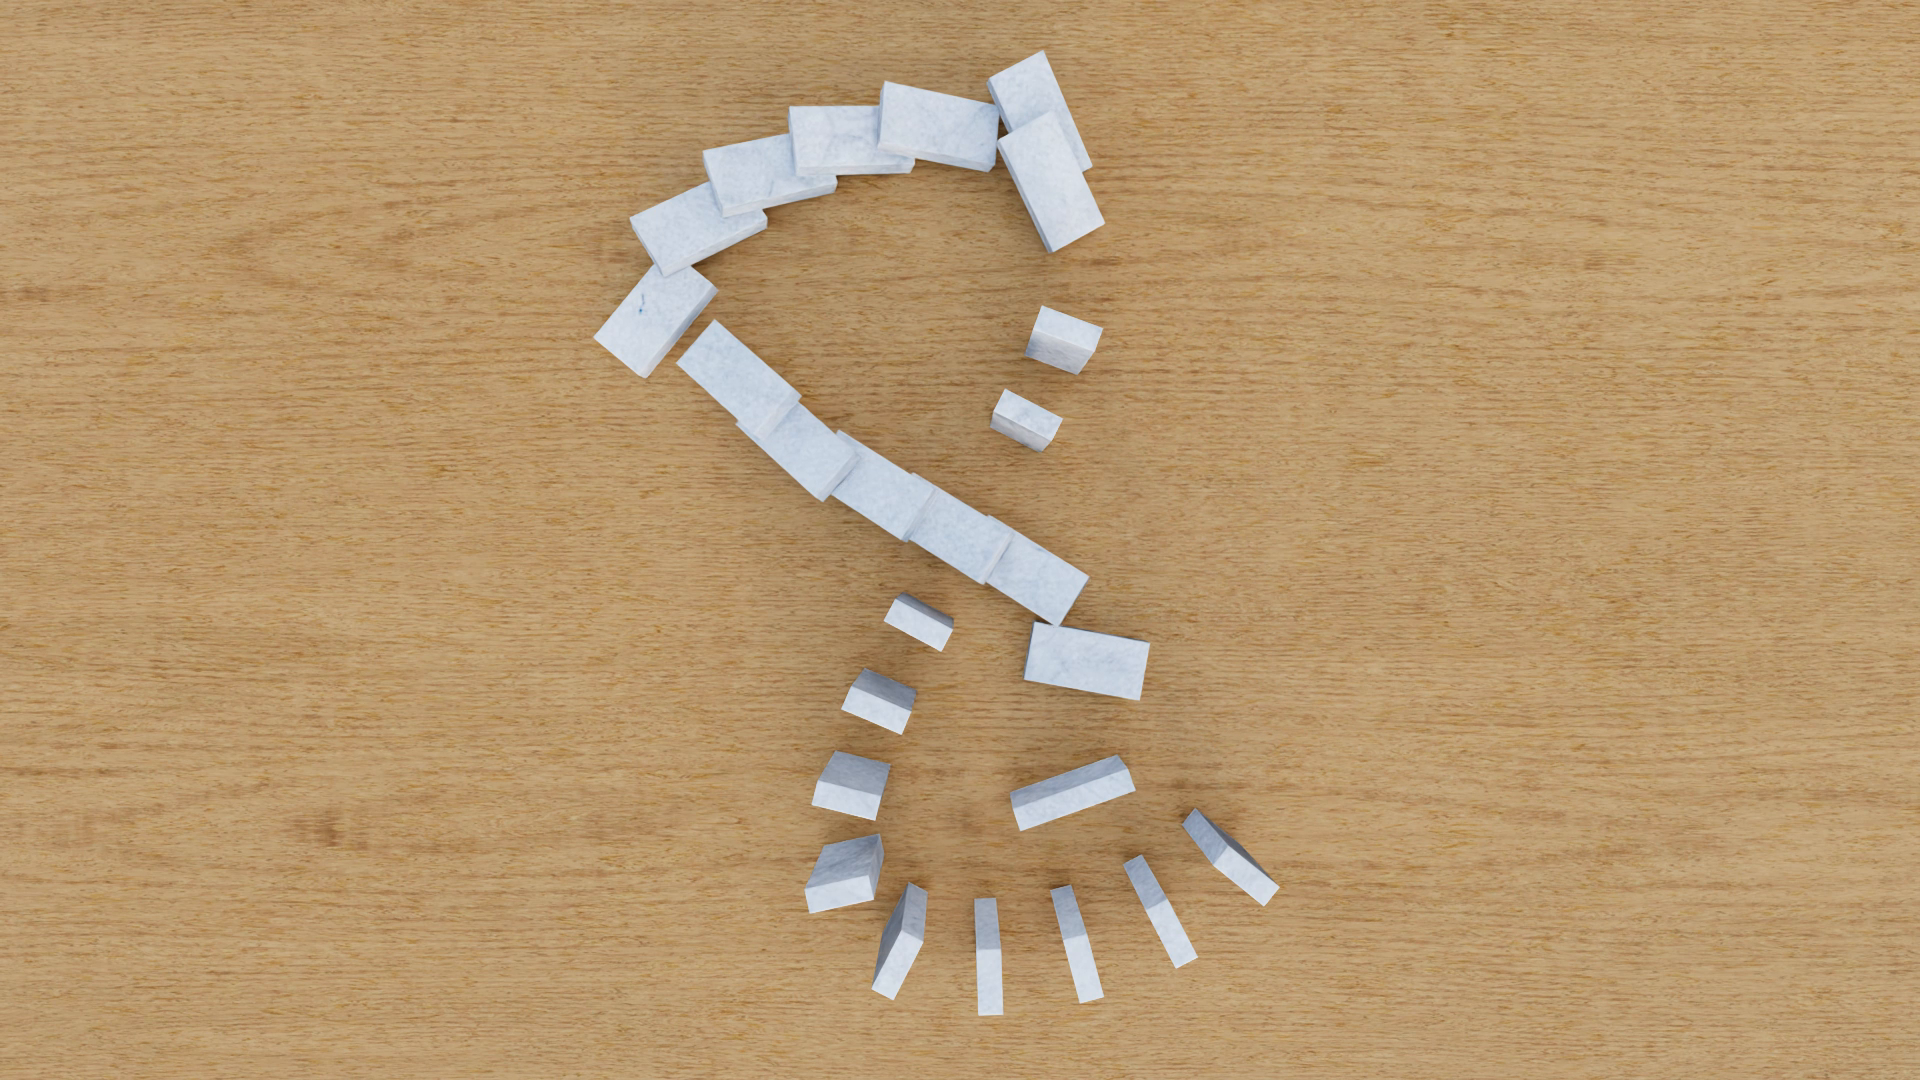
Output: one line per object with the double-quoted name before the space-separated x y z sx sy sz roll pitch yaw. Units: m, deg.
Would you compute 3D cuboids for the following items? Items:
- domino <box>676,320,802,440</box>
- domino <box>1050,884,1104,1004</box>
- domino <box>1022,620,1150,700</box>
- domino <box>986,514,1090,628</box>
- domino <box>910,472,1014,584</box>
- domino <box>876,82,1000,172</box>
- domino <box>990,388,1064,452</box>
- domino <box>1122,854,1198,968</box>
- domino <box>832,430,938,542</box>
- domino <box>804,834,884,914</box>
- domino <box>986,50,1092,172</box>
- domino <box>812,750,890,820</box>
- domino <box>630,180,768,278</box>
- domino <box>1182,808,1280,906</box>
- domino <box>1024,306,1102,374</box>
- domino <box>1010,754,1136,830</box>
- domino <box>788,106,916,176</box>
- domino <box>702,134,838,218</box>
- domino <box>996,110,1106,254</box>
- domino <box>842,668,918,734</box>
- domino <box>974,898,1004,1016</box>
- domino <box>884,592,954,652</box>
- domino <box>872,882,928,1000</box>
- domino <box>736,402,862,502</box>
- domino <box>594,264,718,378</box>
"domino" -0.094 -0.068 0.389 0.050 0.010 0.025 41 90 15
"domino" 0.047 0.164 0.375 0.009 0.050 0.025 -15 90 0
"domino" 0.054 0.052 0.395 0.050 0.010 0.025 10 90 0
"domino" 0.027 0.013 0.390 0.050 0.009 0.025 32 90 11
"domino" -0.005 -0.005 0.389 0.050 0.010 0.025 32 90 15
"domino" -0.009 -0.175 0.389 0.050 0.009 0.025 5 90 -16
"domino" 0.026 -0.048 0.375 0.025 0.050 0.010 27 90 0
"domino" 0.081 0.150 0.375 0.010 0.050 0.025 -28 90 0
"domino" -0.037 -0.023 0.389 0.050 0.010 0.025 33 90 15
"domino" -0.046 0.135 0.375 0.025 0.050 0.009 -12 90 0
"domino" 0.034 -0.176 0.389 0.025 0.010 0.050 -27 104 0
"domino" -0.043 0.100 0.375 0.025 0.050 0.010 14 90 0
"domino" -0.110 -0.135 0.389 0.050 0.010 0.025 -32 90 -15
"domino" 0.109 0.128 0.375 0.025 0.050 0.010 39 90 0
"domino" 0.041 -0.081 0.375 0.025 0.050 0.009 20 90 0
"domino" 0.047 0.106 0.388 0.050 0.025 0.009 -19 90 0
"domino" -0.046 -0.169 0.389 0.050 0.010 0.025 -8 90 -16
"domino" -0.080 -0.156 0.389 0.050 0.010 0.025 -19 90 -16
"domino" 0.038 -0.150 0.386 0.025 0.009 0.050 -29 104 0
"domino" -0.032 0.065 0.375 0.025 0.050 0.010 23 90 0
"domino" 0.011 0.169 0.375 0.009 0.050 0.025 -2 90 0
"domino" -0.016 0.033 0.375 0.025 0.050 0.009 28 90 0
"domino" -0.024 0.163 0.375 0.010 0.050 0.025 27 90 0
"domino" -0.069 -0.042 0.389 0.050 0.009 0.025 41 90 16
"domino" -0.131 -0.098 0.395 0.025 0.009 0.050 40 90 0
